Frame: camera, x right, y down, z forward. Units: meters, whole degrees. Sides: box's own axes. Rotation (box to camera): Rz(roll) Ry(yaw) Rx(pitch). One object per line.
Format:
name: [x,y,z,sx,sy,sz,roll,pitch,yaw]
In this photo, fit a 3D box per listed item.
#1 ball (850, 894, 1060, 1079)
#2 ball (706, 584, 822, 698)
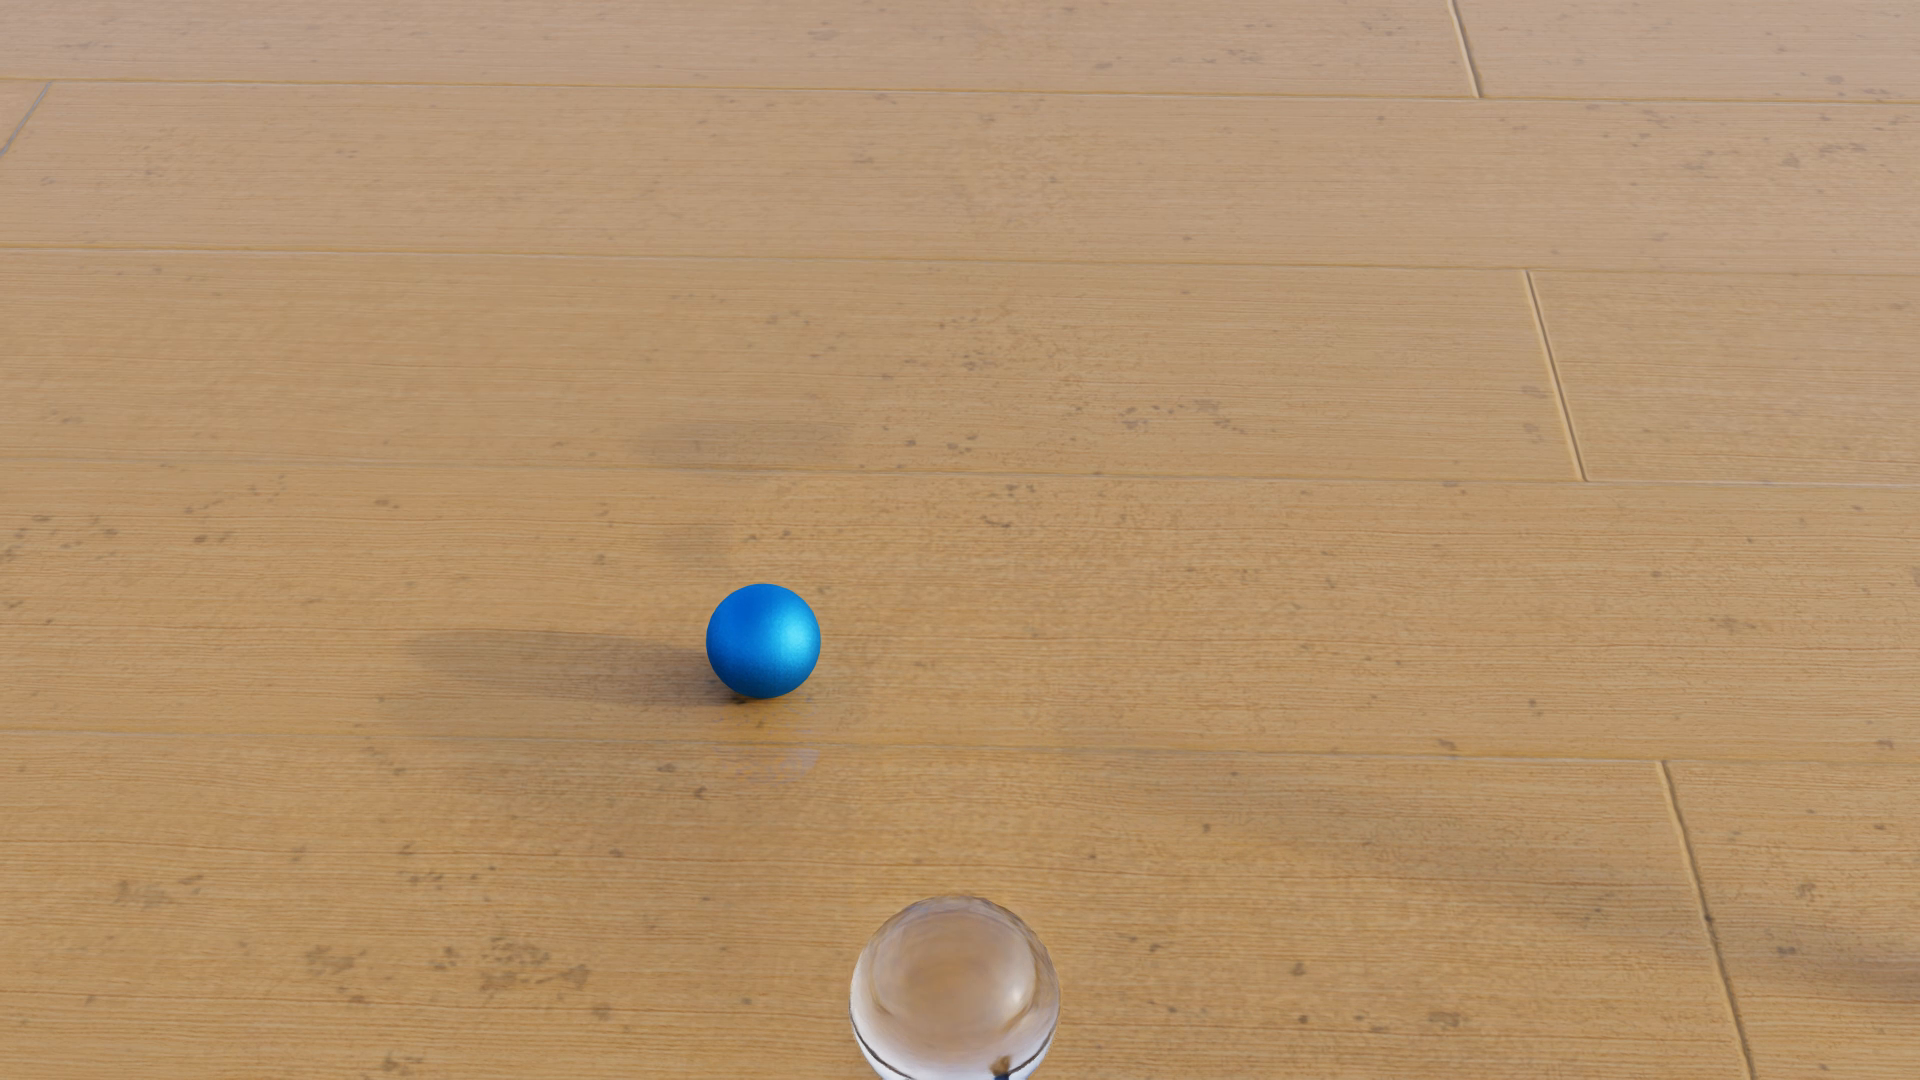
ball: [-0.002,0.189,1.209,0.087,0.087,0.087,0,33,0]
ball: [-0.097,0.050,1.449,0.057,0.057,0.057,0,33,0]
